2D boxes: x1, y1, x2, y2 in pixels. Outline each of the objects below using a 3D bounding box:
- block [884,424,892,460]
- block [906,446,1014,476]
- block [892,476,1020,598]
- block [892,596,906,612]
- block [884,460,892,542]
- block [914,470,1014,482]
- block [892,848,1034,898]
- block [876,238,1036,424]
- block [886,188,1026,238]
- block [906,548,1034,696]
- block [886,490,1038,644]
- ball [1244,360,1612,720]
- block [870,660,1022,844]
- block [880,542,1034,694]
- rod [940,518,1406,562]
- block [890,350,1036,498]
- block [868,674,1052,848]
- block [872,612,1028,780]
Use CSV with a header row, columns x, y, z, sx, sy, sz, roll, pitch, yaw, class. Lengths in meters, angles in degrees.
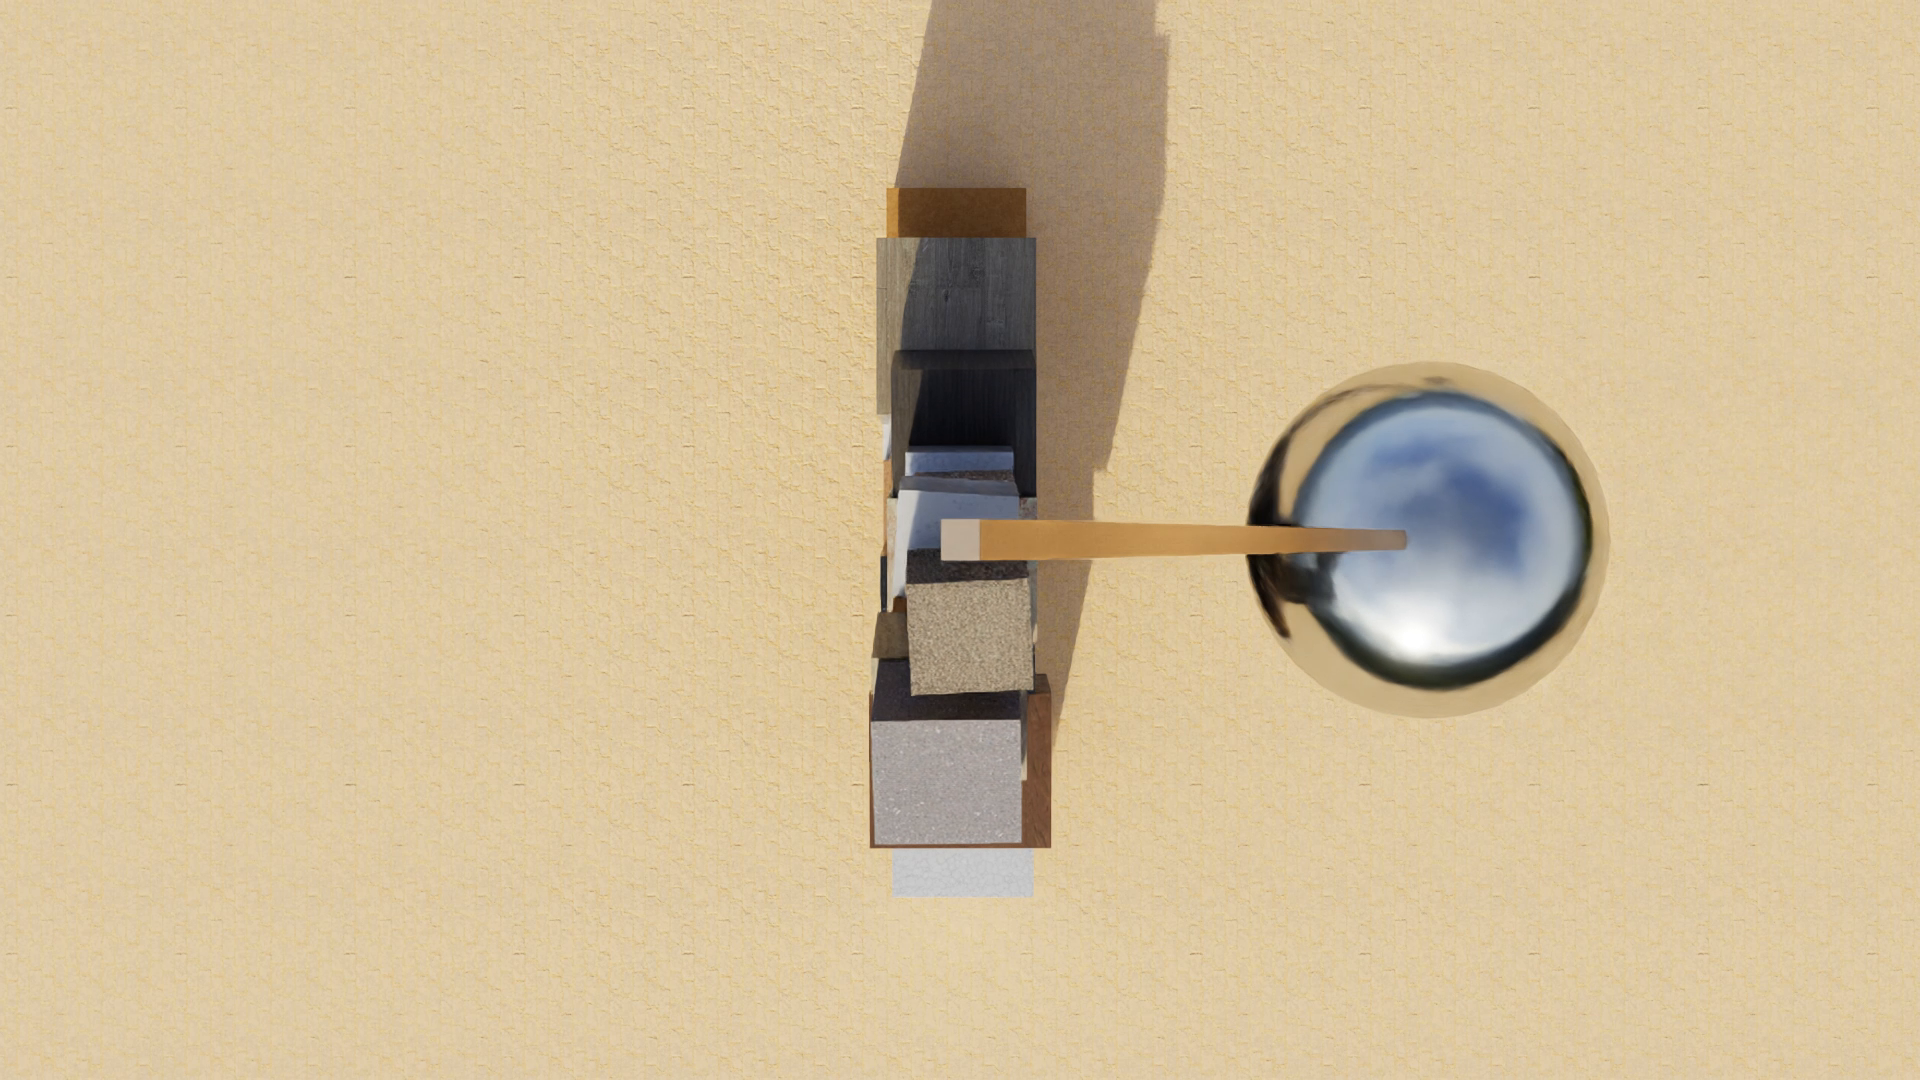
x,y,z,sx,sy,sz,roll,pitch,yaw,class
-0.004,-0.797,12.587,0.843,0.826,0.712,0,90,0,block
-0.001,-0.129,10.305,0.492,0.546,0.599,0,96,0,block
-0.019,-0.009,9.288,0.495,0.520,0.445,3,98,-1,block
-0.013,0.553,10.330,0.586,0.610,0.575,-1,109,1,block
-0.001,-0.035,12.524,0.836,0.952,0.794,0,90,0,block
0.022,-0.062,9.790,0.440,0.479,0.450,-2,97,0,block
0.017,1.609,12.586,0.781,0.828,0.736,0,90,0,block
-0.019,-1.092,11.700,0.817,0.949,0.903,0,90,0,block
-0.020,-1.570,12.674,0.784,0.652,0.815,0,90,0,block
0.036,0.314,8.820,0.481,0.495,0.455,-3,106,0,block
0.013,0.123,10.944,0.724,0.674,0.714,0,95,0,block
2.074,0.000,9.825,1.600,1.600,1.600,0,90,0,ball
-0.048,0.877,9.194,0.600,0.642,0.548,-1,109,1,block
-0.012,0.401,11.680,0.797,0.741,0.715,0,95,0,block
0.899,0.000,6.634,0.080,5.200,0.080,0,90,20,rod
0.019,-0.584,10.878,0.695,0.704,0.623,0,102,0,block
0.002,1.168,11.746,0.944,0.740,0.811,0,94,0,block
-0.039,0.686,9.761,0.667,0.554,0.579,0,109,1,block
